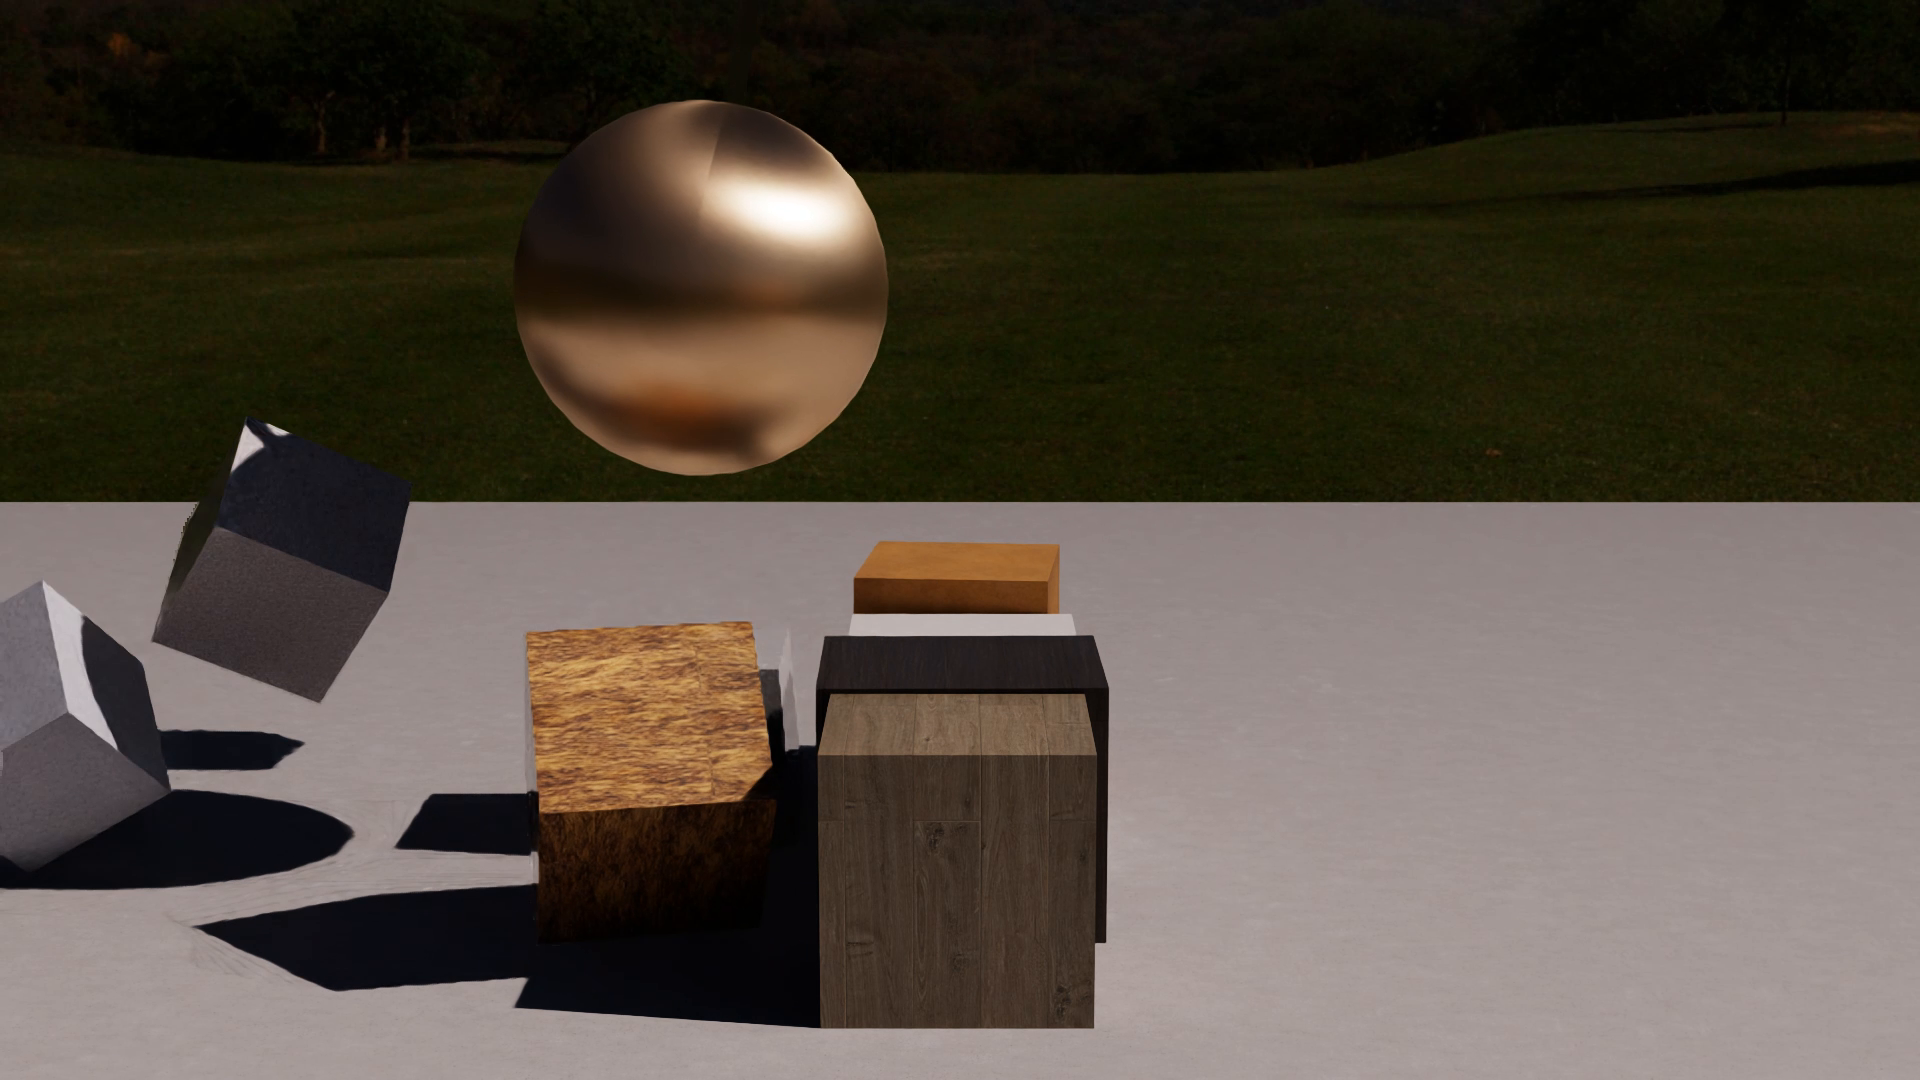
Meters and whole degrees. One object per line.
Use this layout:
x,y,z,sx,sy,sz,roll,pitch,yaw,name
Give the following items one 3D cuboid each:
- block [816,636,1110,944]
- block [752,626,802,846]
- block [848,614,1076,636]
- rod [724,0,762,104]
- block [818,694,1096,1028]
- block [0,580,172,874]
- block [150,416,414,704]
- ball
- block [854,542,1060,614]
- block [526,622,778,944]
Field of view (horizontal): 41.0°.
0.003,1.035,10.875,1.179,1.072,0.984,0,10,-1,block
-1.224,0.930,11.986,0.874,0.818,0.909,-4,10,0,block
0.011,0.912,11.834,1.043,0.972,0.918,0,10,0,block
-0.478,-4.363,10.387,0.080,5.200,0.080,10,10,-2,rod
-0.010,1.219,9.924,1.020,1.051,0.937,0,10,0,block
-4.057,0.823,11.259,0.735,0.746,0.786,-30,51,2,block
-3.070,0.094,11.649,0.799,0.819,0.729,24,38,-21,block
-1.104,-1.075,10.985,1.600,1.600,1.600,0,10,0,ball
0.000,0.656,12.804,0.930,1.128,0.977,1,10,5,block
-1.273,0.977,10.361,0.902,0.914,0.879,-2,50,-12,block
